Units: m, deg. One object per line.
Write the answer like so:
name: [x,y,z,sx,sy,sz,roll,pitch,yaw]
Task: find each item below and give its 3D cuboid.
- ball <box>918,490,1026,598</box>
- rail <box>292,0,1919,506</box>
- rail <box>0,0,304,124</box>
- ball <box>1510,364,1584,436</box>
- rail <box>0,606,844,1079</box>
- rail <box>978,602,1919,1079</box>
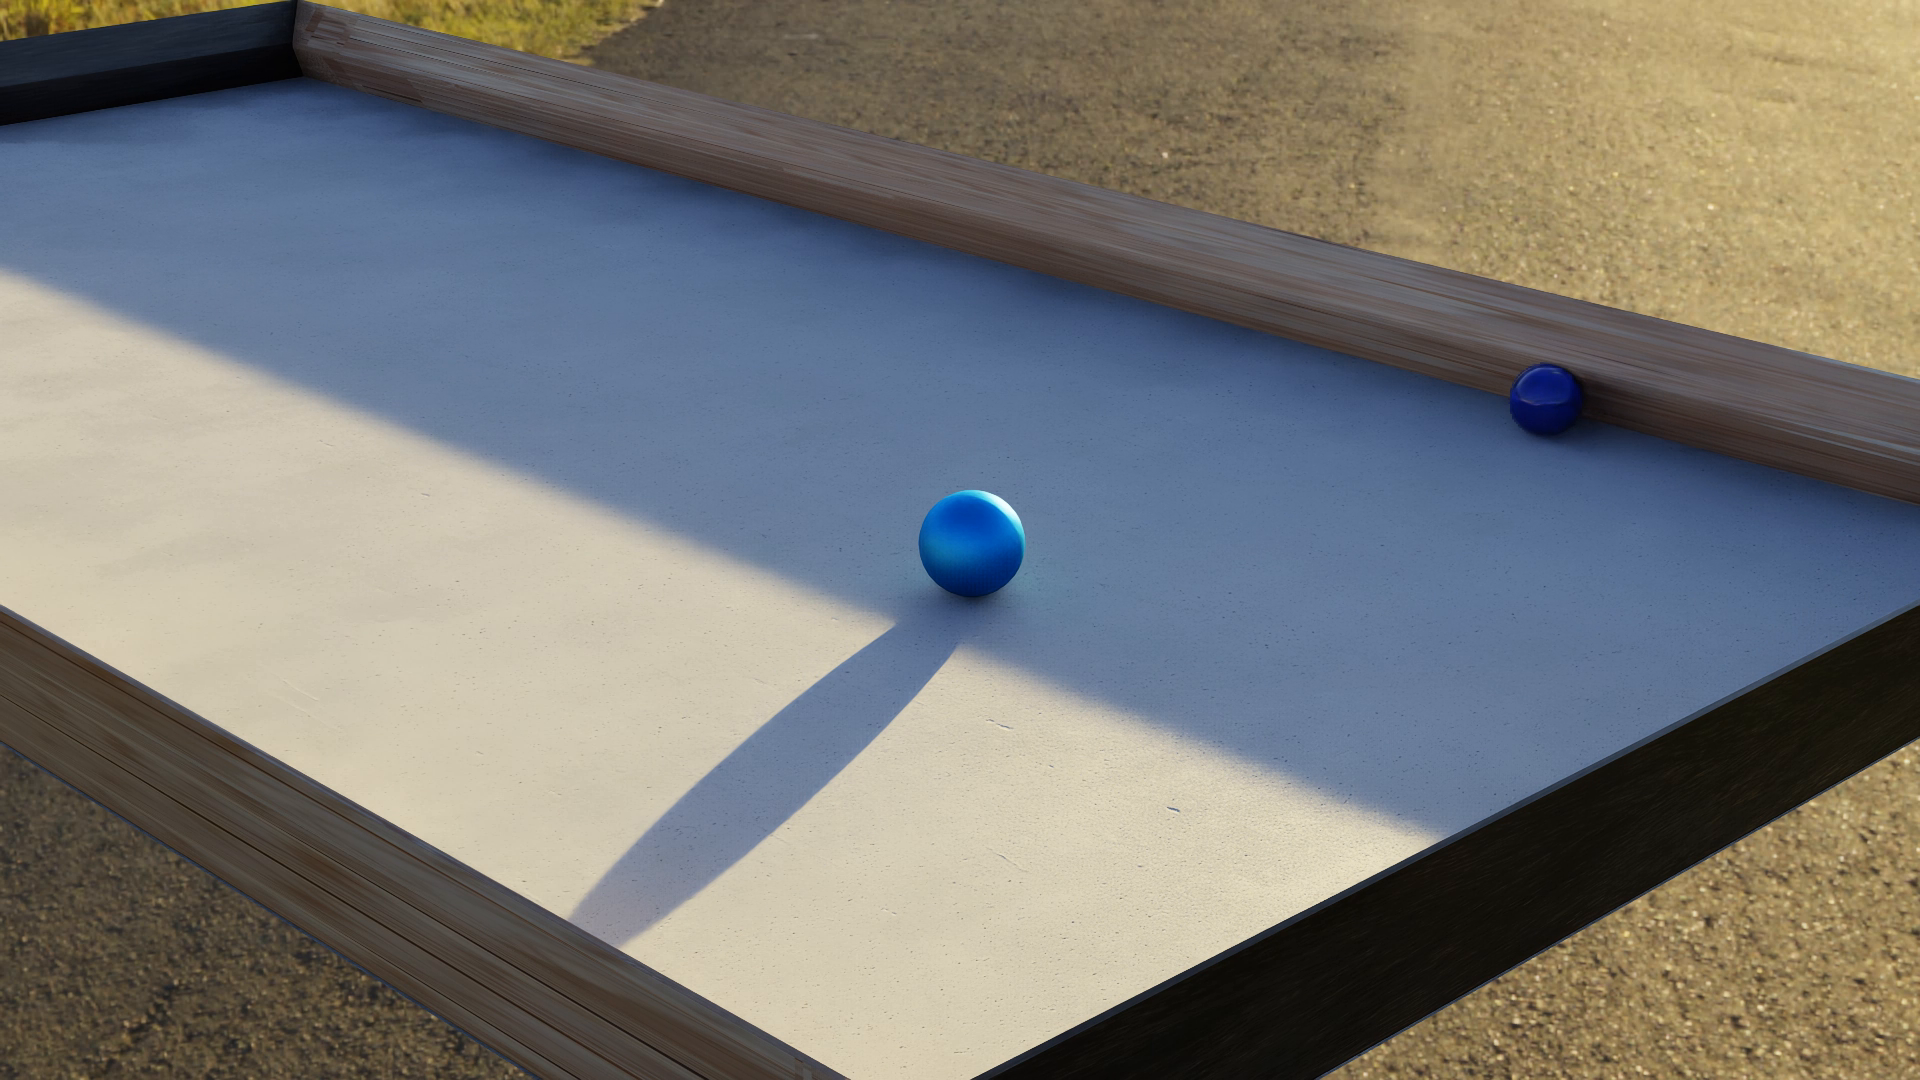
ball: [0.011,0.003,2.660,0.097,0.097,0.097,0,20,0]
rail: [0.012,-0.419,3.745,0.045,0.126,3.195,-19,27,-41]
rail: [-1.650,-0.622,4.290,1.626,0.126,0.045,-19,27,-41]
ball: [0.617,-0.147,3.093,0.075,0.075,0.075,0,20,0]
rail: [-1.123,-0.034,2.716,0.045,0.126,3.195,-19,27,-41]
rail: [0.539,0.169,2.171,1.626,0.126,0.045,-19,27,-41]
